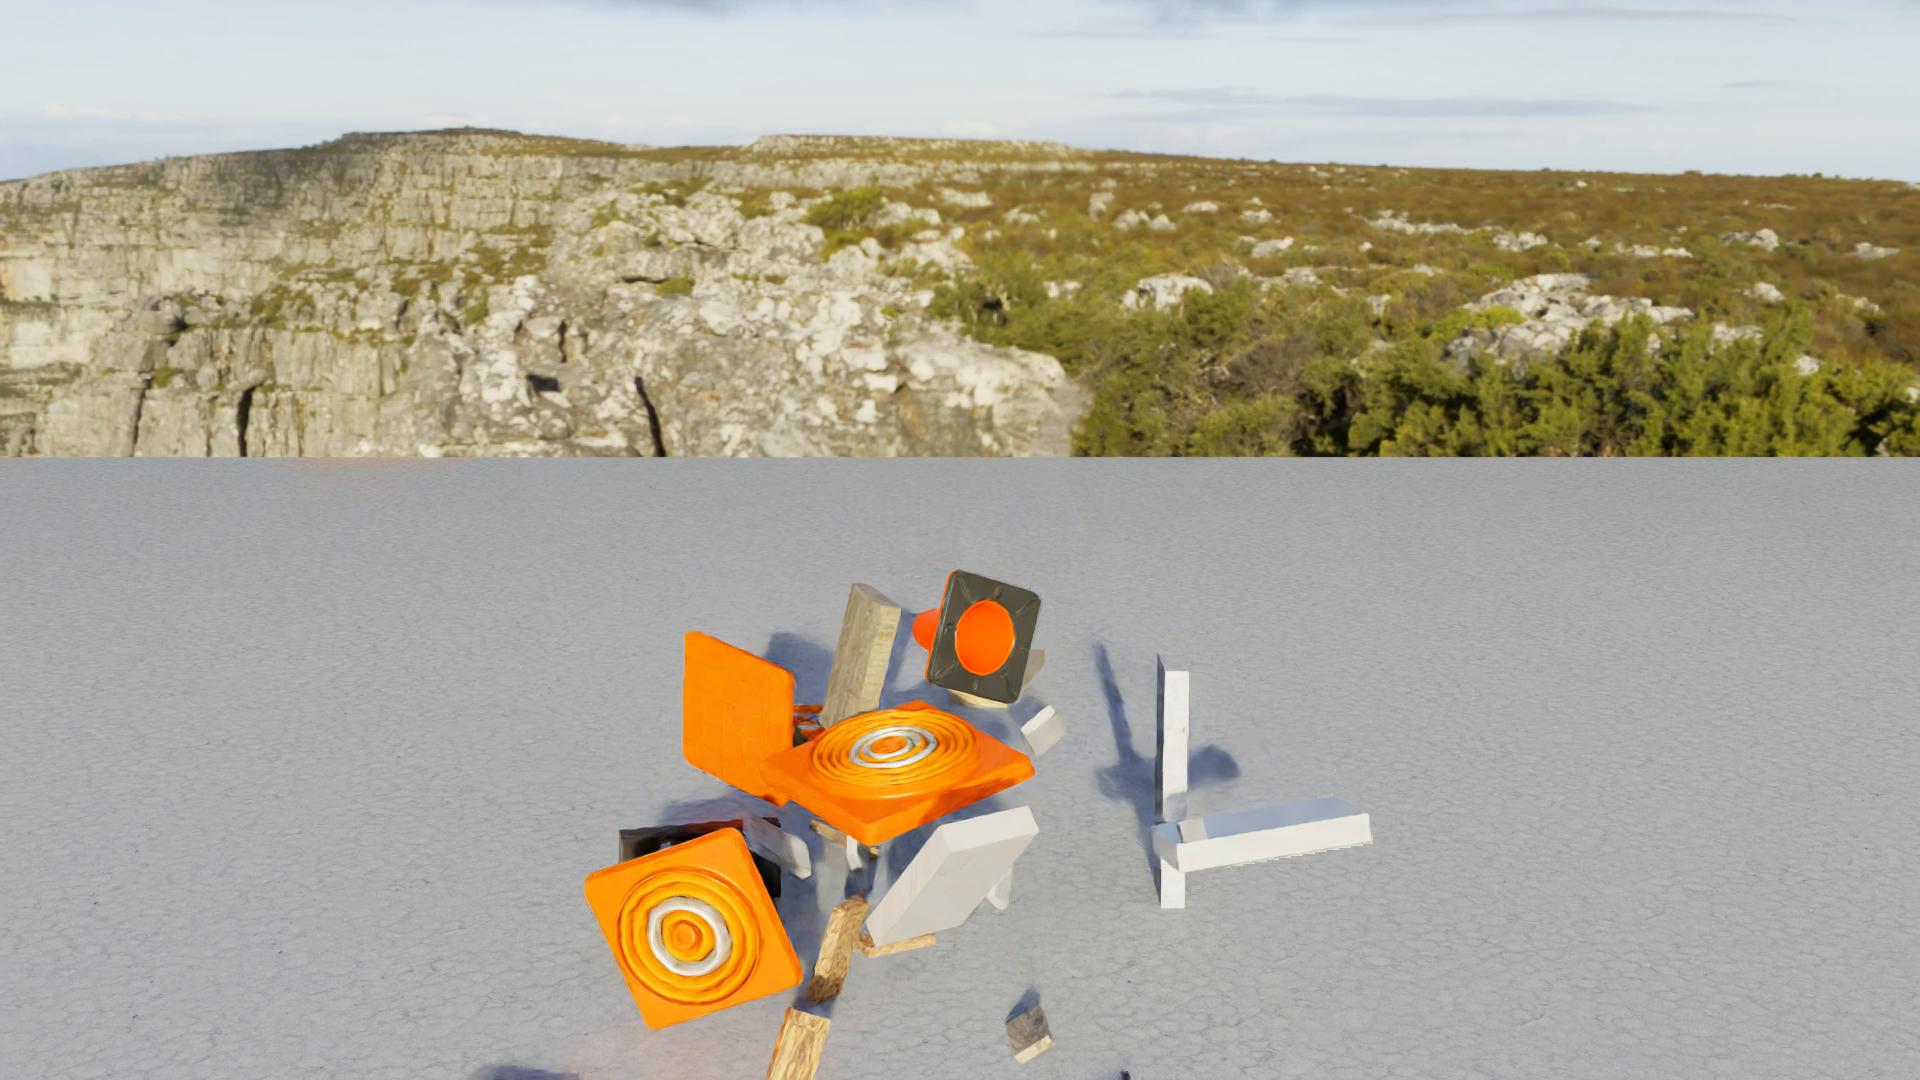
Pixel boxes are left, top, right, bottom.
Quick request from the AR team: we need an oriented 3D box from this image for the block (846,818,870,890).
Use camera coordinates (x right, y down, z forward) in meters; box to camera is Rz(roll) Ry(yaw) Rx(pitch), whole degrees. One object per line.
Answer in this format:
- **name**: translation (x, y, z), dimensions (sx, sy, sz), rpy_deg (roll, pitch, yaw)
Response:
- **block**: translation (-0.169, 0.522, 3.650), dimensions (0.018, 0.131, 0.065), rpy_deg (-5, 54, 5)

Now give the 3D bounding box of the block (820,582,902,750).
- **block**: translation (-0.175, 0.220, 3.827), dimensions (0.037, 0.261, 0.131), rpy_deg (7, 13, -29)

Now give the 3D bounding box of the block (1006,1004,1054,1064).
- **block**: translation (0.096, 0.684, 3.046), dimensions (0.055, 0.016, 0.110), rpy_deg (-31, 12, 1)

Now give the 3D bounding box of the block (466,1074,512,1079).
- **block**: translation (-0.590, 0.728, 2.868), dimensions (0.142, 0.020, 0.071), rpy_deg (3, 11, 16)

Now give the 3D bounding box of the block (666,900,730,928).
- **block**: translation (-0.412, 0.588, 3.461), dimensions (0.097, 0.014, 0.049), rpy_deg (14, 21, -49)

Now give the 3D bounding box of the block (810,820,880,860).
- **block**: translation (-0.205, 0.527, 3.871), dimensions (0.065, 0.018, 0.130), rpy_deg (31, -10, -36)

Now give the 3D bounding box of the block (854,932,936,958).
- **block**: translation (-0.103, 0.625, 3.436), dimensions (0.116, 0.016, 0.058), rpy_deg (-6, 12, -28)

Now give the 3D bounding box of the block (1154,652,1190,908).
- **block**: translation (0.349, 0.394, 3.633), dimensions (0.039, 0.398, 0.136), rpy_deg (0, 11, 0)

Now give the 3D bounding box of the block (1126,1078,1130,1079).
- **block**: translation (0.187, 0.730, 2.871), dimensions (0.110, 0.016, 0.055), rpy_deg (-5, 12, -24)

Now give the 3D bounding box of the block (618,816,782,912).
- **block**: translation (-0.426, 0.532, 3.611), dimensions (0.261, 0.131, 0.037), rpy_deg (-3, 19, -16)

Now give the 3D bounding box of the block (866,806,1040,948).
- **block**: translation (-0.013, 0.447, 2.907), dimensions (0.136, 0.039, 0.273), rpy_deg (-9, -31, -32)

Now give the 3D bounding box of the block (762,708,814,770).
- **block**: translation (-0.288, 0.331, 3.671), dimensions (0.097, 0.049, 0.014), rpy_deg (49, 20, 30)

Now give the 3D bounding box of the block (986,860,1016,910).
- **block**: translation (0.064, 0.512, 3.410), dimensions (0.016, 0.110, 0.055), rpy_deg (-4, -34, 24)

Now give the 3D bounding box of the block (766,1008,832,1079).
- **block**: translation (-0.214, 0.674, 2.863), dimensions (0.058, 0.116, 0.016), rpy_deg (22, -14, -19)

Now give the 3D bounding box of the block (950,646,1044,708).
- **block**: translation (0.089, 0.312, 5.063), dimensions (0.131, 0.037, 0.410), rpy_deg (3, 11, 14)

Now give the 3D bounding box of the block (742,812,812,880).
- **block**: translation (-0.296, 0.494, 3.553), dimensions (0.131, 0.018, 0.065), rpy_deg (36, 25, -35)

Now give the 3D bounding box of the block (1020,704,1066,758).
- **block**: translation (0.157, 0.360, 4.130), dimensions (0.071, 0.020, 0.142), rpy_deg (-39, -23, -6)

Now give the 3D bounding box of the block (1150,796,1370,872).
- **block**: translation (0.416, 0.408, 3.056), dimensions (0.273, 0.039, 0.136), rpy_deg (-8, 5, -9)

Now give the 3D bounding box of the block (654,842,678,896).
- **block**: translation (-0.462, 0.516, 3.458), dimensions (0.014, 0.049, 0.097), rpy_deg (-14, 13, 2)

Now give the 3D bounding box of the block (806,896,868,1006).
- **block**: translation (-0.178, 0.597, 3.200), dimensions (0.020, 0.149, 0.071), rpy_deg (22, 12, 22)
